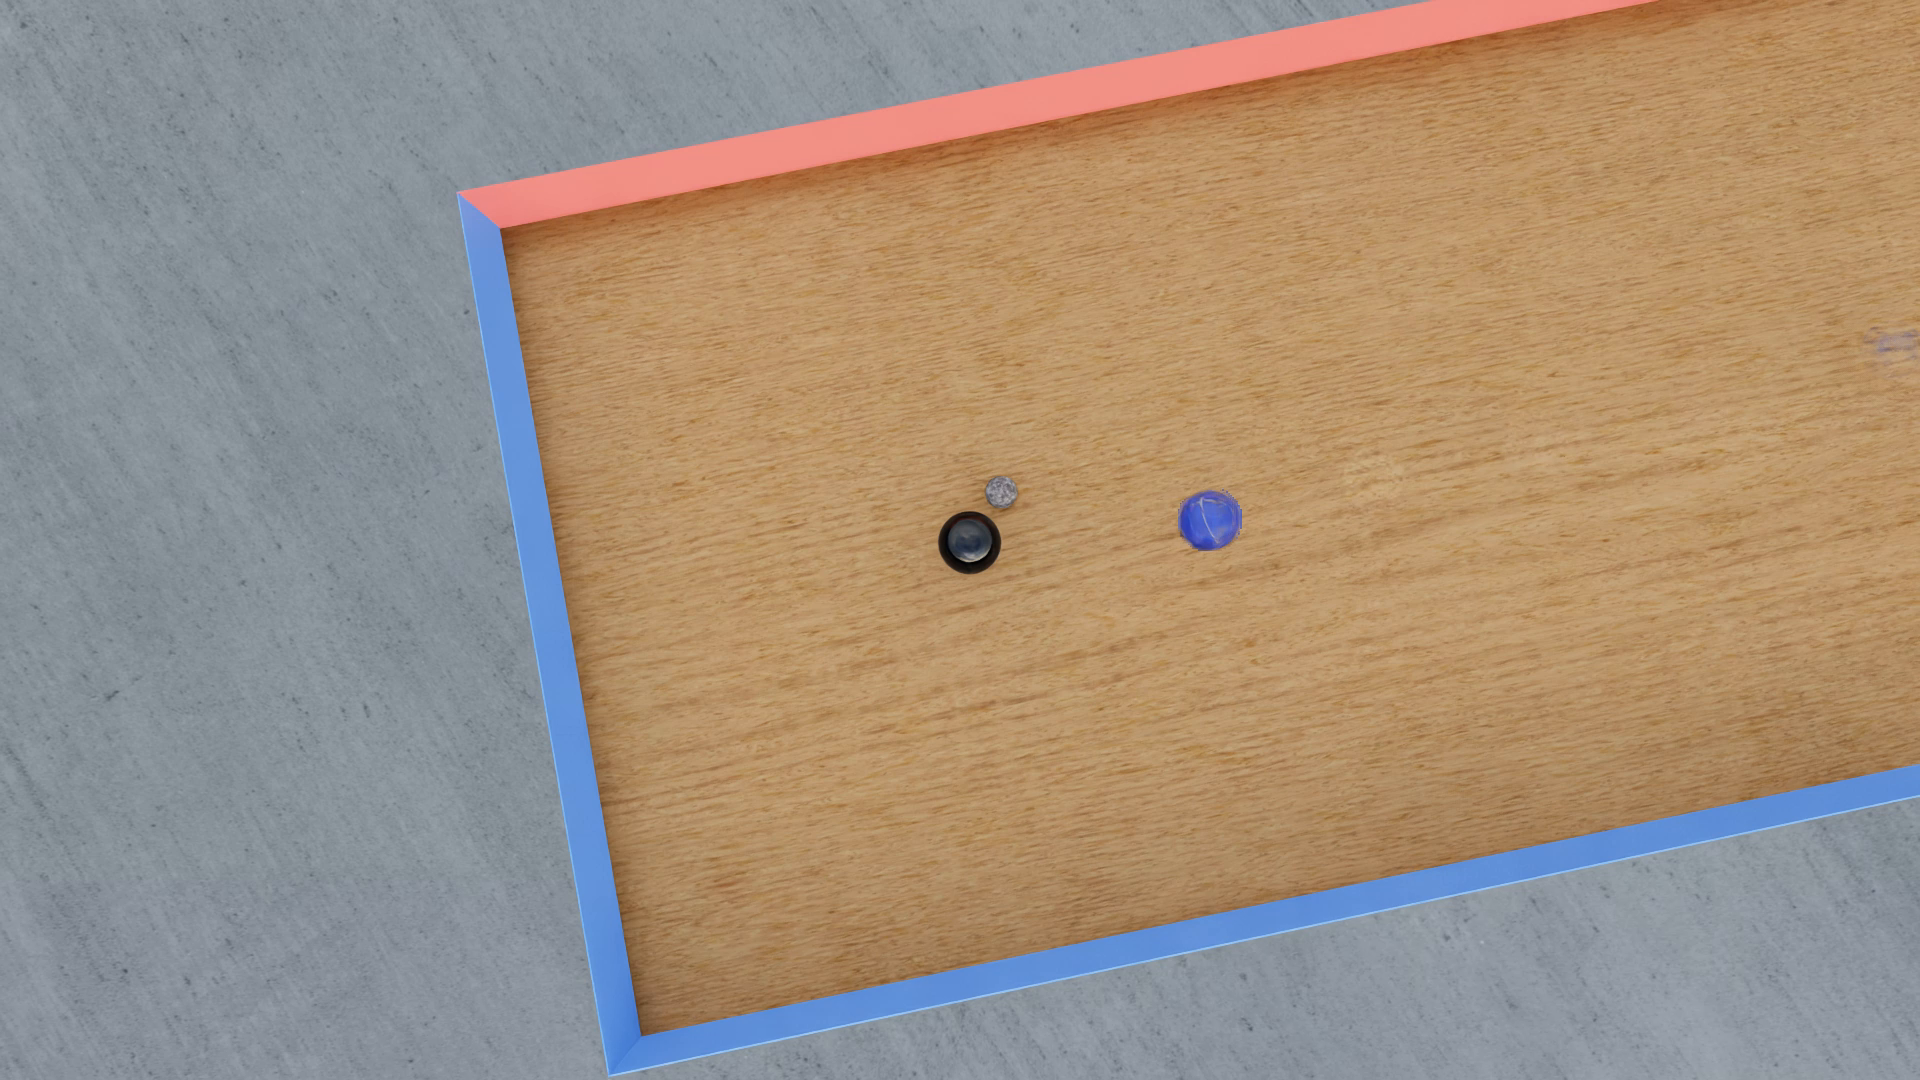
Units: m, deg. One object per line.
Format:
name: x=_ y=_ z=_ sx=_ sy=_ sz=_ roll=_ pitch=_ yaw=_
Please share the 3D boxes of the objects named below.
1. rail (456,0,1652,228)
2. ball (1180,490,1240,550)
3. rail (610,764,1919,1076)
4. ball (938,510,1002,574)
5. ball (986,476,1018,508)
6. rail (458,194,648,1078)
rail: x=0.494 y=-0.748 z=3.434 sx=2.556 sy=0.124 sz=0.045 roll=-12 pitch=78 yaw=-2
ball: x=0.375 y=-0.030 z=3.300 sx=0.091 sy=0.091 sz=0.091 roll=0 pitch=78 yaw=0
rail: x=0.757 y=0.480 z=3.175 sx=2.556 sy=0.124 sz=0.045 roll=-12 pitch=78 yaw=-2
ball: x=0.015 y=0.004 z=3.291 sx=0.095 sy=0.095 sz=0.095 roll=0 pitch=78 yaw=0
ball: x=0.063 y=-0.072 z=3.330 sx=0.050 sy=0.050 sz=0.050 roll=0 pitch=78 yaw=0
rail: x=-0.602 y=0.118 z=3.251 sx=0.045 sy=0.124 sz=1.330 roll=-12 pitch=78 yaw=-2
